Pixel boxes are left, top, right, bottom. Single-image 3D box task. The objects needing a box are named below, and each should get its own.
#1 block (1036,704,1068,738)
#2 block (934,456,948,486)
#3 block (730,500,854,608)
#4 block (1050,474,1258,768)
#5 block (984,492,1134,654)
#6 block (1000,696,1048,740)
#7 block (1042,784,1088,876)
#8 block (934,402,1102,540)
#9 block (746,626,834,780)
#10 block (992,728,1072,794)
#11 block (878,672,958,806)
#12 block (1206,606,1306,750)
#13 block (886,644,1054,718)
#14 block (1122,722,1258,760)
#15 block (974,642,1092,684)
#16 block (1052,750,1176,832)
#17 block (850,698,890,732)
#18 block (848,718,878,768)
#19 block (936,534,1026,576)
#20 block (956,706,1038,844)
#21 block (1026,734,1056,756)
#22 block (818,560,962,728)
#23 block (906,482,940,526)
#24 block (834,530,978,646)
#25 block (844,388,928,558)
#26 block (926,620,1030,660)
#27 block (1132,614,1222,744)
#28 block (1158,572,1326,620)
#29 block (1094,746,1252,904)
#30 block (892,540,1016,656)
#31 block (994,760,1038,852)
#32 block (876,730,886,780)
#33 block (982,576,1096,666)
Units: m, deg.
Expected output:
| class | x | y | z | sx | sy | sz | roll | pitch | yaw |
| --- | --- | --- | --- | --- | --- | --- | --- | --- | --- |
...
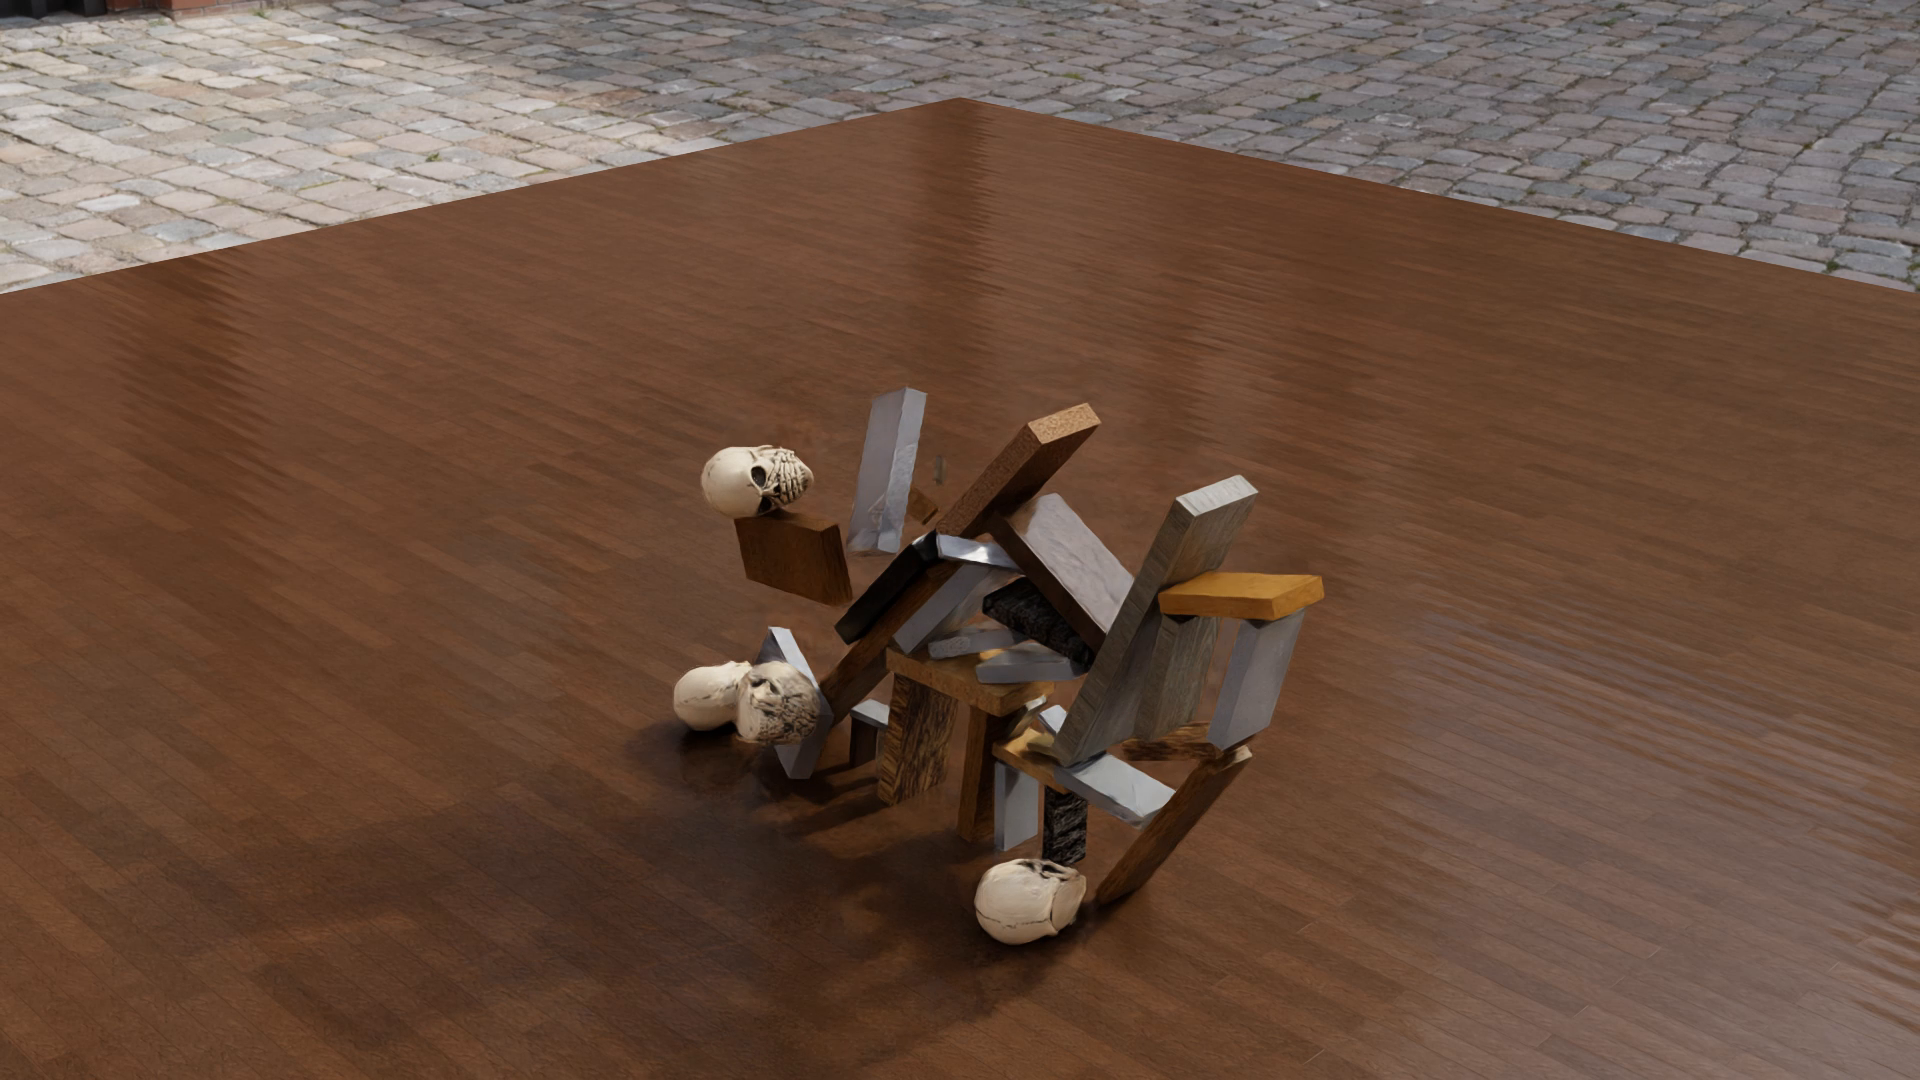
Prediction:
| class | x | y | z | sx | sy | sz | roll | pitch | yaw |
| --- | --- | --- | --- | --- | --- | --- | --- | --- | --- |
| block | 0.199 | 0.361 | 4.167 | 0.054 | 0.015 | 0.107 | -19 | 55 | -40 |
| block | -0.038 | -0.133 | 4.270 | 0.013 | 0.046 | 0.092 | 6 | -6 | 5 |
| block | -0.341 | 0.025 | 4.440 | 0.046 | 0.161 | 0.322 | -24 | 23 | -33 |
| block | 0.342 | 0.154 | 3.951 | 0.172 | 0.639 | 0.049 | -20 | 55 | -41 |
| block | 0.218 | 0.062 | 4.090 | 0.172 | 0.049 | 0.345 | -16 | 56 | -44 |
| block | 0.124 | 0.343 | 4.239 | 0.054 | 0.107 | 0.015 | -21 | 65 | -41 |
| block | 0.203 | 0.543 | 4.236 | 0.095 | 0.191 | 0.027 | -21 | 32 | -41 |
| block | 0.106 | -0.120 | 4.134 | 0.172 | 0.345 | 0.049 | -22 | 71 | -44 |
| block | -0.359 | 0.339 | 4.605 | 0.046 | 0.161 | 0.322 | 9 | 27 | -29 |
| block | 0.163 | 0.422 | 4.229 | 0.191 | 0.027 | 0.095 | 26 | 34 | 38 |
| block | -0.079 | 0.380 | 4.465 | 0.154 | 0.309 | 0.044 | -21 | 42 | -40 |
| block | 0.508 | 0.229 | 3.773 | 0.131 | 0.261 | 0.037 | -21 | 45 | -40 |
| block | 0.019 | 0.254 | 4.308 | 0.309 | 0.044 | 0.154 | 21 | 30 | 40 |
| block | 0.408 | 0.359 | 3.933 | 0.112 | 0.032 | 0.225 | -21 | 9 | -40 |
| block | 0.159 | 0.229 | 4.154 | 0.247 | 0.035 | 0.123 | -6 | 14 | 46 |
| block | 0.293 | 0.461 | 4.097 | 0.112 | 0.032 | 0.225 | -20 | 34 | -39 |
| block | -0.164 | 0.366 | 4.563 | 0.121 | 0.017 | 0.061 | 20 | 30 | 38 |
| block | -0.202 | 0.416 | 4.625 | 0.061 | 0.121 | 0.017 | -21 | 37 | -41 |
| block | 0.042 | 0.027 | 4.064 | 0.192 | 0.013 | 0.046 | 11 | 52 | -32 |
| block | 0.077 | 0.435 | 4.335 | 0.154 | 0.309 | 0.044 | -21 | 38 | -41 |
| block | 0.184 | 0.393 | 4.194 | 0.054 | 0.015 | 0.107 | -21 | 21 | -41 |
| block | -0.165 | 0.229 | 4.515 | 0.167 | 0.687 | 0.047 | -25 | 75 | -43 |
| block | -0.086 | -0.072 | 4.309 | 0.092 | 0.046 | 0.013 | 42 | 1 | 34 |
| block | -0.105 | 0.079 | 4.328 | 0.167 | 0.335 | 0.047 | -28 | 77 | -43 |
| block | -0.147 | -0.130 | 4.330 | 0.046 | 0.322 | 0.161 | 14 | -9 | -24 |
| block | 0.062 | 0.182 | 4.237 | 0.123 | 0.035 | 0.247 | -21 | 5 | -41 |
| block | 0.389 | 0.228 | 3.904 | 0.130 | 0.261 | 0.037 | -21 | 44 | -40 |
| block | 0.477 | 0.094 | 3.748 | 0.131 | 0.037 | 0.261 | -21 | 14 | -38 |
| block | 0.387 | 0.523 | 4.026 | 0.113 | 0.443 | 0.032 | -19 | 62 | -39 |
| block | 0.022 | 0.094 | 4.260 | 0.167 | 0.335 | 0.047 | -24 | 73 | -47 |
| block | 0.111 | 0.507 | 4.321 | 0.095 | 0.191 | 0.027 | -21 | 31 | -41 |
| block | -0.145 | 0.438 | 4.571 | 0.061 | 0.121 | 0.017 | -21 | 38 | -41 |
| block | 0.176 | 0.150 | 4.102 | 0.247 | 0.035 | 0.123 | 27 | 34 | 31 |
